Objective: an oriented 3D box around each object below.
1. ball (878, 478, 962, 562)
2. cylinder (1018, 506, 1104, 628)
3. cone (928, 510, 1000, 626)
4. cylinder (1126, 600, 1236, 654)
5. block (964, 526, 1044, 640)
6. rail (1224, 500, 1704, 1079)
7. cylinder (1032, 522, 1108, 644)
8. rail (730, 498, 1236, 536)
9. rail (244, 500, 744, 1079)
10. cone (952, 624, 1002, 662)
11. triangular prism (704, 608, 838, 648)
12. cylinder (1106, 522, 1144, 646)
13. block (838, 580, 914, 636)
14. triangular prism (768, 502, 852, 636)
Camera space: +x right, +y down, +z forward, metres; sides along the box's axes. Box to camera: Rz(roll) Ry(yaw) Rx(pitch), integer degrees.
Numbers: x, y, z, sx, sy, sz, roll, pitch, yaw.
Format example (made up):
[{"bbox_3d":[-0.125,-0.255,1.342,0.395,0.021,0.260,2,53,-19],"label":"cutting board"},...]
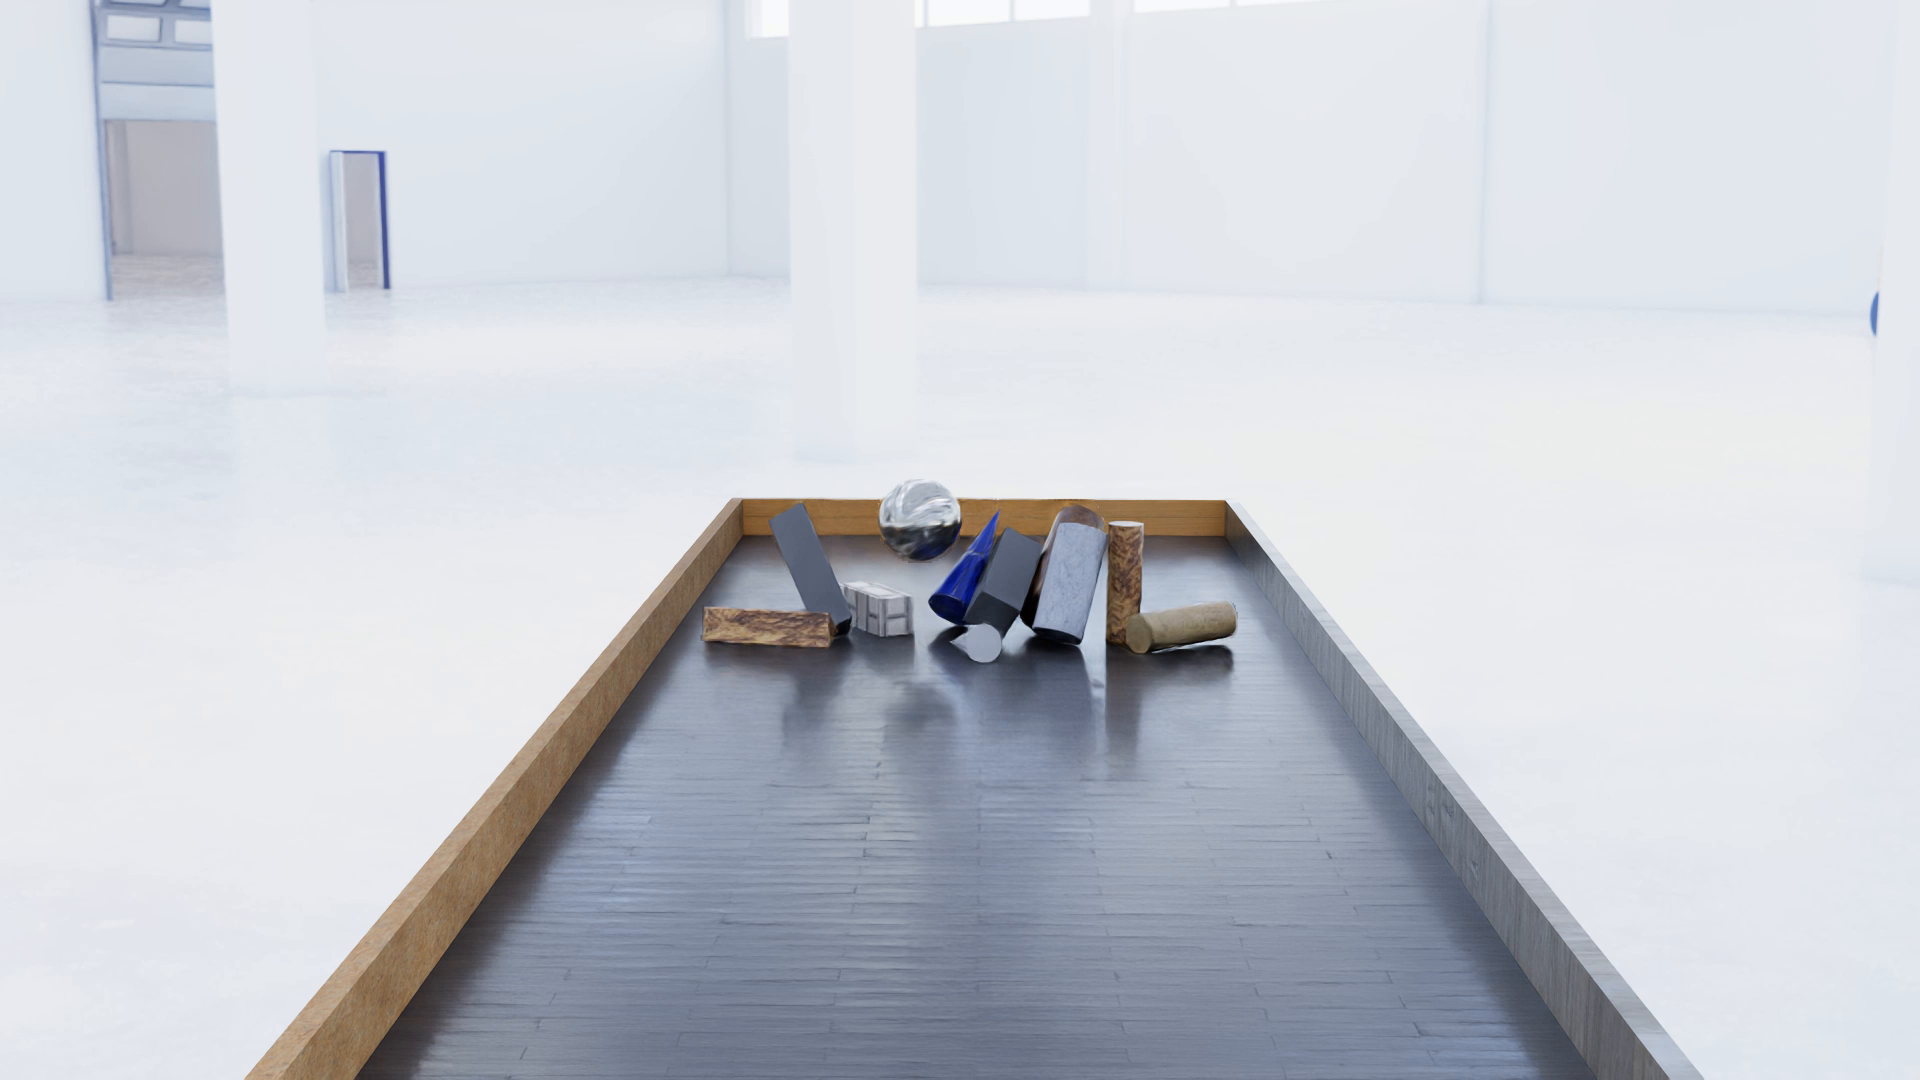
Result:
[{"bbox_3d":[-0.131,-0.067,7.206,0.273,0.273,0.273,0,9,0],"label":"ball"},{"bbox_3d":[0.334,0.095,7.205,0.169,0.169,0.455,3,41,20],"label":"cylinder"},{"bbox_3d":[0.056,0.061,7.277,0.172,0.426,0.172,19,-30,11],"label":"cone"},{"bbox_3d":[0.693,0.270,6.881,0.348,0.123,0.123,-8,12,-33],"label":"cylinder"},{"bbox_3d":[0.142,0.138,7.072,0.140,0.140,0.371,28,36,-4],"label":"block"},{"bbox_3d":[1.046,0.843,3.208,0.050,0.150,12.000,0,9,1],"label":"rail"},{"bbox_3d":[0.347,0.137,6.920,0.163,0.348,0.163,14,-14,4],"label":"cylinder"},{"bbox_3d":[0.099,-0.098,9.147,2.100,0.150,0.050,0,9,1],"label":"rail"},{"bbox_3d":[-1.004,0.839,3.234,0.050,0.150,12.000,0,9,1],"label":"rail"},{"bbox_3d":[0.021,0.318,6.815,0.119,0.119,0.323,-3,-1,-18],"label":"cone"},{"bbox_3d":[-0.605,0.262,6.943,0.414,0.094,0.109,2,29,14],"label":"triangular prism"},{"bbox_3d":[0.518,0.136,6.936,0.110,0.377,0.110,1,8,0],"label":"cylinder"},{"bbox_3d":[-0.279,0.223,7.208,0.123,0.123,0.316,-5,10,-28],"label":"block"},{"bbox_3d":[-0.465,0.107,7.108,0.128,0.441,0.111,-29,-24,8],"label":"triangular prism"}]
